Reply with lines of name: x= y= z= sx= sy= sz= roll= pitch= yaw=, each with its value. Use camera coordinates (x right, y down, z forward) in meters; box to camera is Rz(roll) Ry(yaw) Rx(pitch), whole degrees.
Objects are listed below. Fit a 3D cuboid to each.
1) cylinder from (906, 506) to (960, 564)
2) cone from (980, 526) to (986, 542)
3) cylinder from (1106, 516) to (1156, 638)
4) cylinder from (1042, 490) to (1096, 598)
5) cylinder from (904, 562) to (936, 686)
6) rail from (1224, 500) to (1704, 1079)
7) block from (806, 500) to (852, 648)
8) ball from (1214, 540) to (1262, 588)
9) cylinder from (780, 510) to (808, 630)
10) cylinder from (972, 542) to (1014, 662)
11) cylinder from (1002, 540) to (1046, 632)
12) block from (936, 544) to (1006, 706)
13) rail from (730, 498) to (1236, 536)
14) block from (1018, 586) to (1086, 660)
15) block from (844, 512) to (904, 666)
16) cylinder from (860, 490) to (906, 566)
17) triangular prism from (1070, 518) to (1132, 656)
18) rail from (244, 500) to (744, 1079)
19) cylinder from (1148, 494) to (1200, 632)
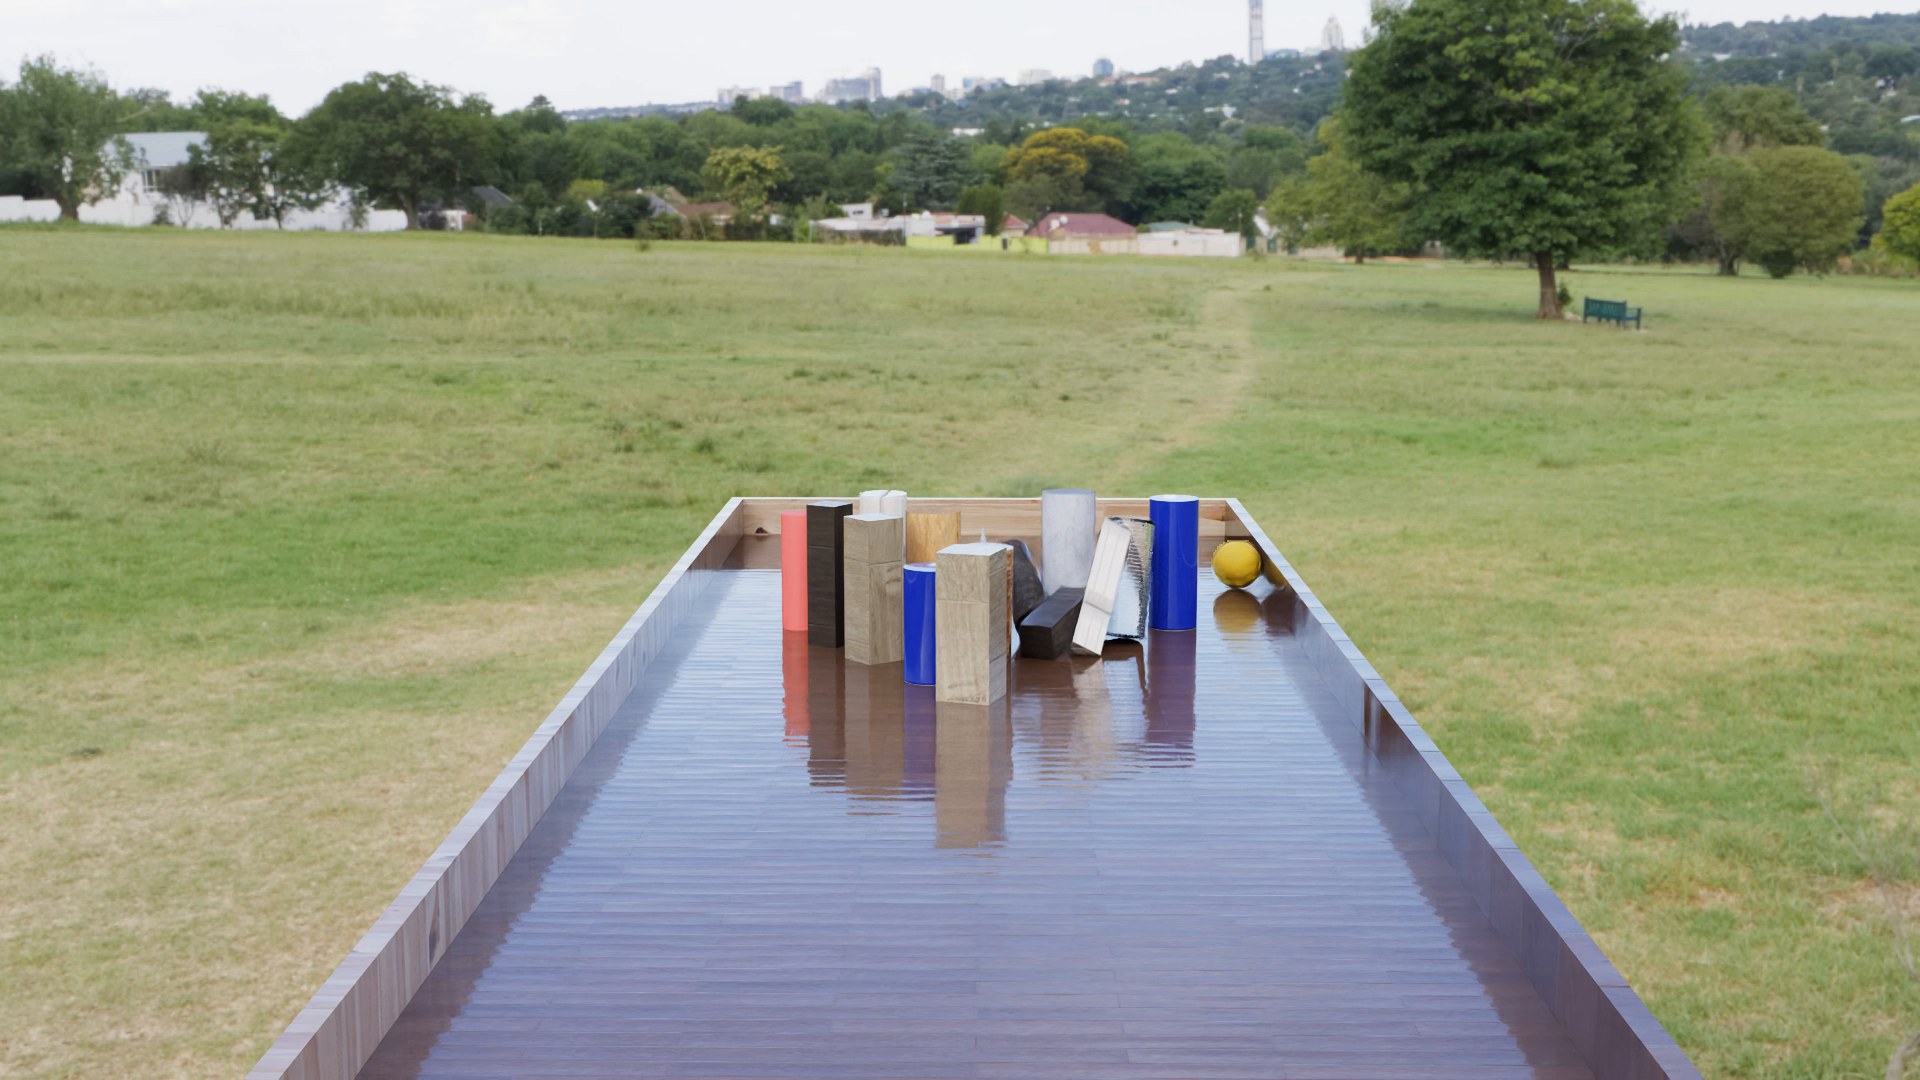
cylinder: x=-0.084 y=0.114 z=6.947 sx=0.174 sy=0.420 sz=0.174 roll=0 pitch=9 yaw=0
cone: x=0.075 y=0.119 z=7.185 sx=0.145 sy=0.337 sz=0.145 roll=0 pitch=9 yaw=0
cylinder: x=0.524 y=0.120 z=6.979 sx=0.158 sy=0.368 sz=0.158 roll=6 pitch=-6 yaw=1
cylinder: x=0.353 y=0.064 z=7.164 sx=0.174 sy=0.445 sz=0.174 roll=0 pitch=7 yaw=0
cylinder: x=-0.084 y=0.243 z=6.406 sx=0.163 sy=0.335 sz=0.163 roll=0 pitch=9 yaw=0
rail: x=1.046 y=0.843 z=3.208 sx=0.050 sy=0.150 sz=12.000 roll=0 pitch=9 yaw=1
block: x=-0.408 y=0.107 z=6.907 sx=0.104 sy=0.446 sz=0.104 roll=5 pitch=10 yaw=30
ball: x=0.997 y=0.088 z=7.903 sx=0.172 sy=0.172 sz=0.172 roll=0 pitch=9 yaw=0
cylinder: x=-0.524 y=0.099 z=7.183 sx=0.118 sy=0.377 sz=0.118 roll=0 pitch=9 yaw=0
cylinder: x=0.081 y=0.192 z=6.681 sx=0.156 sy=0.347 sz=0.156 roll=1 pitch=10 yaw=0
cylinder: x=0.201 y=0.157 z=7.100 sx=0.127 sy=0.127 sz=0.334 roll=-2 pitch=42 yaw=-15
block: x=0.032 y=0.236 z=6.174 sx=0.157 sy=0.422 sz=0.157 roll=3 pitch=10 yaw=19
rail: x=0.099 y=-0.098 z=9.147 sx=2.100 sy=0.150 sz=0.050 roll=0 pitch=9 yaw=1
block: x=0.303 y=0.257 z=6.834 sx=0.110 sy=0.110 sz=0.329 roll=4 pitch=21 yaw=26
block: x=-0.262 y=0.147 z=6.684 sx=0.129 sy=0.439 sz=0.129 roll=-7 pitch=11 yaw=-37
cylinder: x=-0.250 y=0.066 z=7.191 sx=0.156 sy=0.440 sz=0.156 roll=0 pitch=9 yaw=0
triangular prism: x=0.419 y=0.151 z=6.834 sx=0.106 sy=0.427 sz=0.092 roll=27 pitch=-25 yaw=-24
rail: x=-1.004 y=0.839 z=3.234 sx=0.050 sy=0.150 sz=12.000 roll=0 pitch=9 yaw=1
cylinder: x=0.697 y=0.074 z=7.188 sx=0.162 sy=0.425 sz=0.162 roll=0 pitch=9 yaw=0
